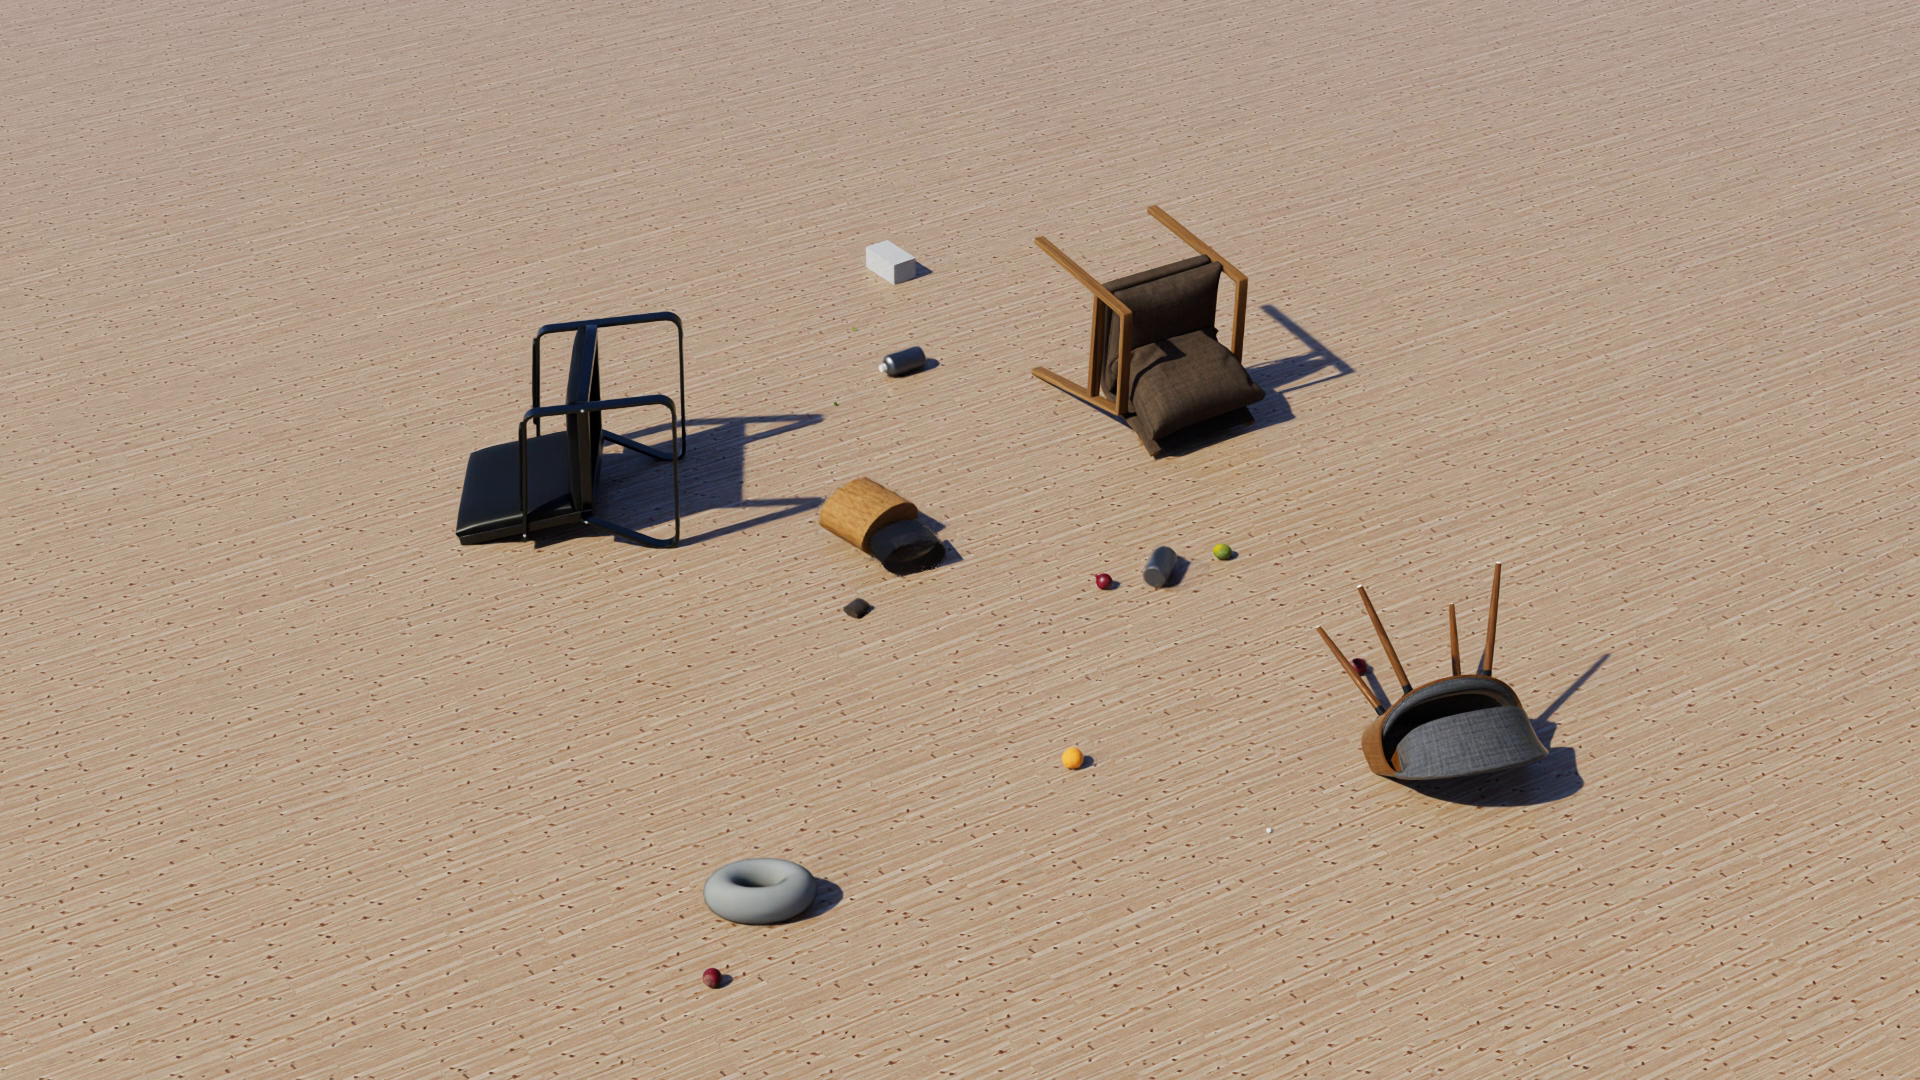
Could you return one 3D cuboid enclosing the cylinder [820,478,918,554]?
[{"bbox_3d":[-0.340,-0.090,10.920,0.283,0.175,0.237,-33,45,-31],"label":"cylinder"}]

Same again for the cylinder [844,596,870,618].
[{"bbox_3d":[-0.372,0.243,10.542,0.069,0.036,0.070,25,55,18],"label":"cylinder"}]

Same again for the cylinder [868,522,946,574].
[{"bbox_3d":[-0.194,0.028,10.776,0.248,0.137,0.148,-10,34,-22],"label":"cylinder"}]

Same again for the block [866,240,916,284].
[{"bbox_3d":[-0.300,-1.201,12.679,0.114,0.096,0.207,-22,39,-30],"label":"block"}]

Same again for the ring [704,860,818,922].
[{"bbox_3d":[-0.624,1.097,9.161,0.356,0.132,0.220,-2,31,-2],"label":"ring"}]
